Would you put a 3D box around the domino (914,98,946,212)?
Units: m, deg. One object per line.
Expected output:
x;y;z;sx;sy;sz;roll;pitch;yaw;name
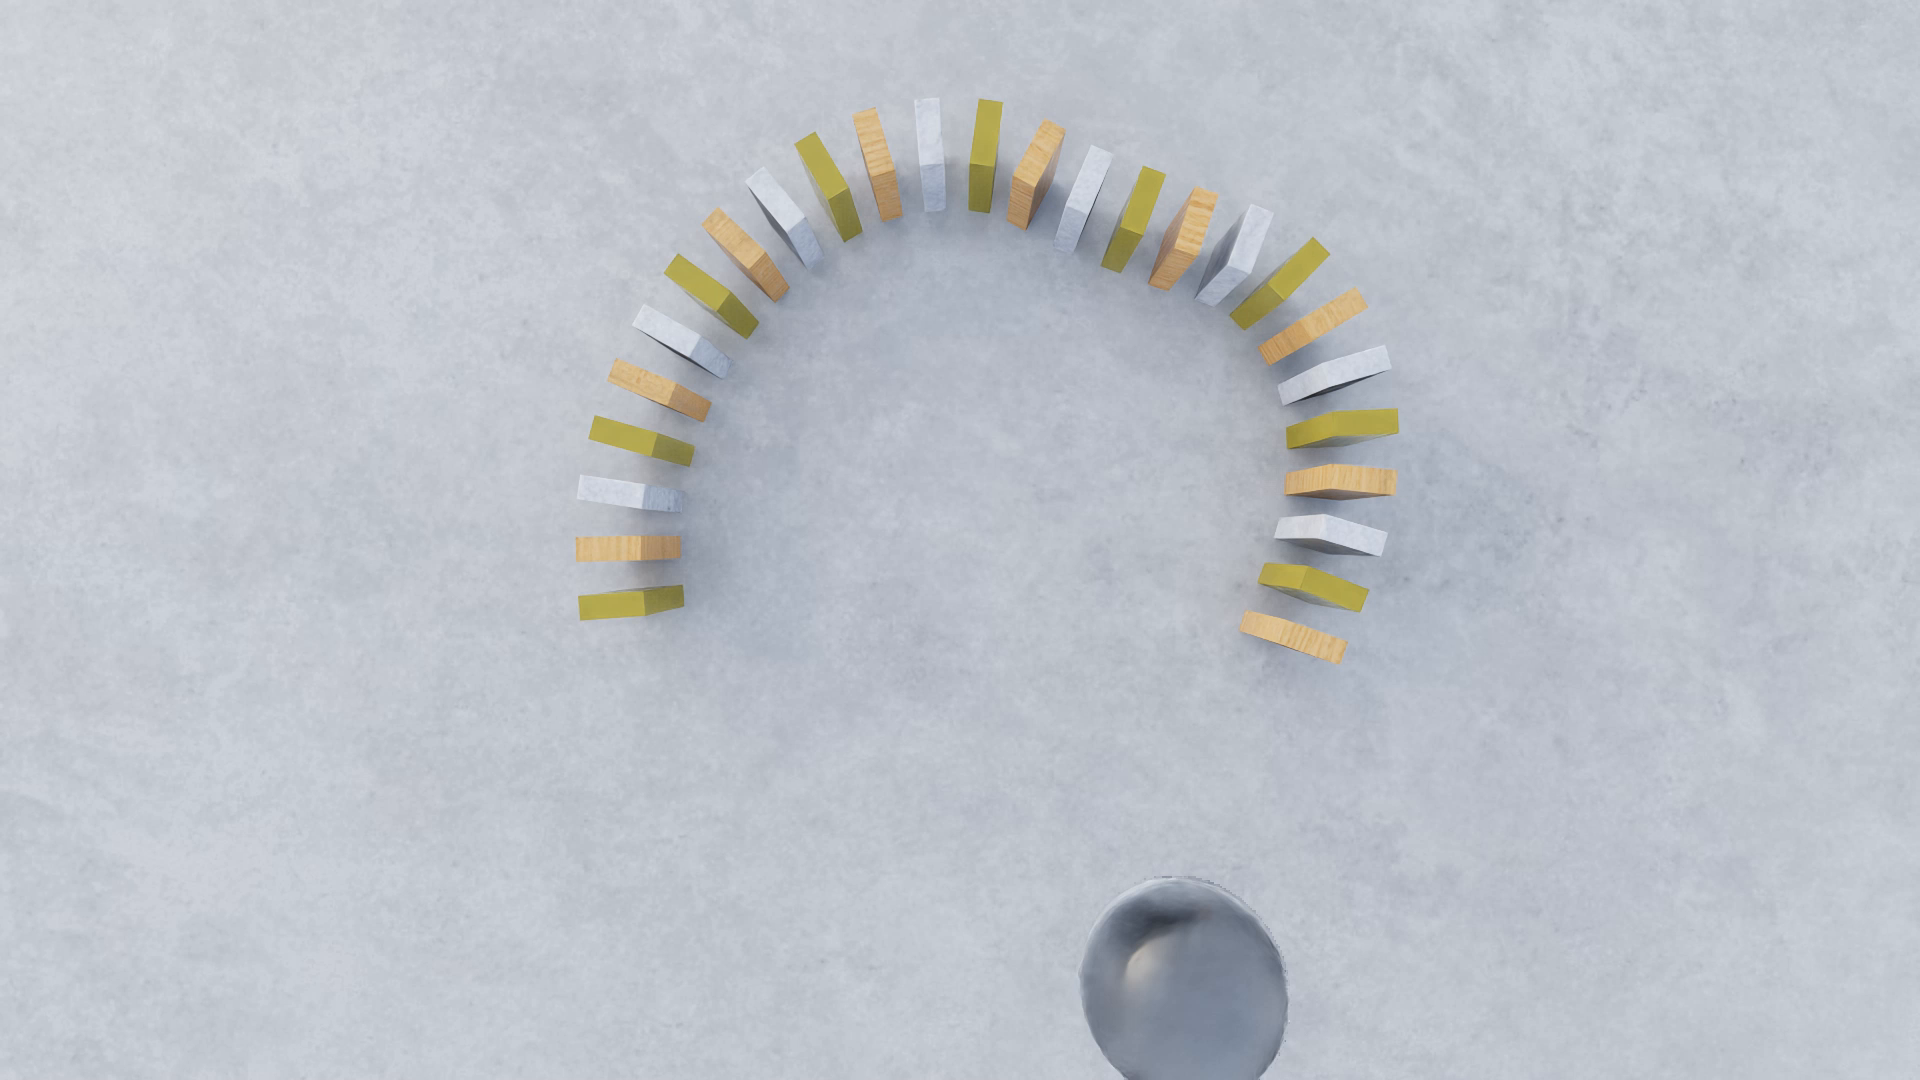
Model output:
-0.012;-0.156;0.375;0.009;0.050;0.025;-5;90;0;domino

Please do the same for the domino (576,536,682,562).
-0.134;0.003;0.375;0.025;0.050;0.009;-1;90;0;domino

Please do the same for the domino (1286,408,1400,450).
0.155;-0.045;0.375;0.025;0.050;0.009;-3;90;0;domino

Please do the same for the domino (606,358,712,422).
-0.122;-0.060;0.375;0.025;0.050;0.010;22;90;0;domino

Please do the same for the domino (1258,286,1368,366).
0.143;-0.086;0.375;0.025;0.050;0.010;-31;90;0;domino

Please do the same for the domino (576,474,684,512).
-0.133;-0.018;0.375;0.025;0.050;0.010;8;90;0;domino

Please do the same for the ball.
0.087;0.175;0.360;0.080;0.080;0.080;0;90;0;ball

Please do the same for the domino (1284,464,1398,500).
0.154;-0.023;0.375;0.025;0.050;0.009;6;90;0;domino

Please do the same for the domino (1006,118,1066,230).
0.030;-0.148;0.375;0.009;0.050;0.025;29;90;0;domino

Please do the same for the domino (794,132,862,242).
-0.053;-0.143;0.375;0.009;0.050;0.025;-31;90;0;domino

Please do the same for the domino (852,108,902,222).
-0.033;-0.152;0.375;0.009;0.050;0.025;-17;90;0;domino

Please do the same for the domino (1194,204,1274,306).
0.111;-0.115;0.375;0.010;0.050;0.025;21;90;0;domino

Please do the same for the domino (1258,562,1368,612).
0.143;0.019;0.375;0.025;0.050;0.009;21;90;0;domino

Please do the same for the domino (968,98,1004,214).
0.010;-0.156;0.375;0.010;0.050;0.025;8;90;0;domino

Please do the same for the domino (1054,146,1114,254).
0.050;-0.138;0.375;0.009;0.050;0.025;23;90;0;domino

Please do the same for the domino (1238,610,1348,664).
0.135;0.039;0.375;0.025;0.050;0.010;19;90;0;domino

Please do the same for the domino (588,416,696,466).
-0.129;-0.040;0.375;0.025;0.050;0.010;16;90;0;domino

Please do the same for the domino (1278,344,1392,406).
0.152;-0.067;0.375;0.025;0.050;0.009;-16;90;0;domino

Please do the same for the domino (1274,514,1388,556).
0.150;-0.002;0.375;0.025;0.050;0.010;16;90;0;domino

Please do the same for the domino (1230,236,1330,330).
0.130;-0.104;0.375;0.009;0.050;0.025;44;90;0;domino

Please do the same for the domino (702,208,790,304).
-0.087;-0.115;0.375;0.025;0.050;0.009;43;90;0;domino

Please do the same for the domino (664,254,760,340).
-0.100;-0.098;0.375;0.025;0.050;0.009;36;90;0;domino

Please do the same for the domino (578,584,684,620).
-0.133;0.025;0.375;0.025;0.050;0.010;-4;90;0;domino

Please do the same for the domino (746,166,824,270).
-0.071;-0.130;0.375;0.009;0.050;0.025;-40;90;0;domino

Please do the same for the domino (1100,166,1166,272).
0.070;-0.130;0.375;0.009;0.050;0.025;21;90;0;domino

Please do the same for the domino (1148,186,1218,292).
0.090;-0.122;0.375;0.009;0.050;0.025;19;90;0;domino

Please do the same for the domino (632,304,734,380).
-0.112;-0.080;0.375;0.025;0.050;0.010;29;90;0;domino
